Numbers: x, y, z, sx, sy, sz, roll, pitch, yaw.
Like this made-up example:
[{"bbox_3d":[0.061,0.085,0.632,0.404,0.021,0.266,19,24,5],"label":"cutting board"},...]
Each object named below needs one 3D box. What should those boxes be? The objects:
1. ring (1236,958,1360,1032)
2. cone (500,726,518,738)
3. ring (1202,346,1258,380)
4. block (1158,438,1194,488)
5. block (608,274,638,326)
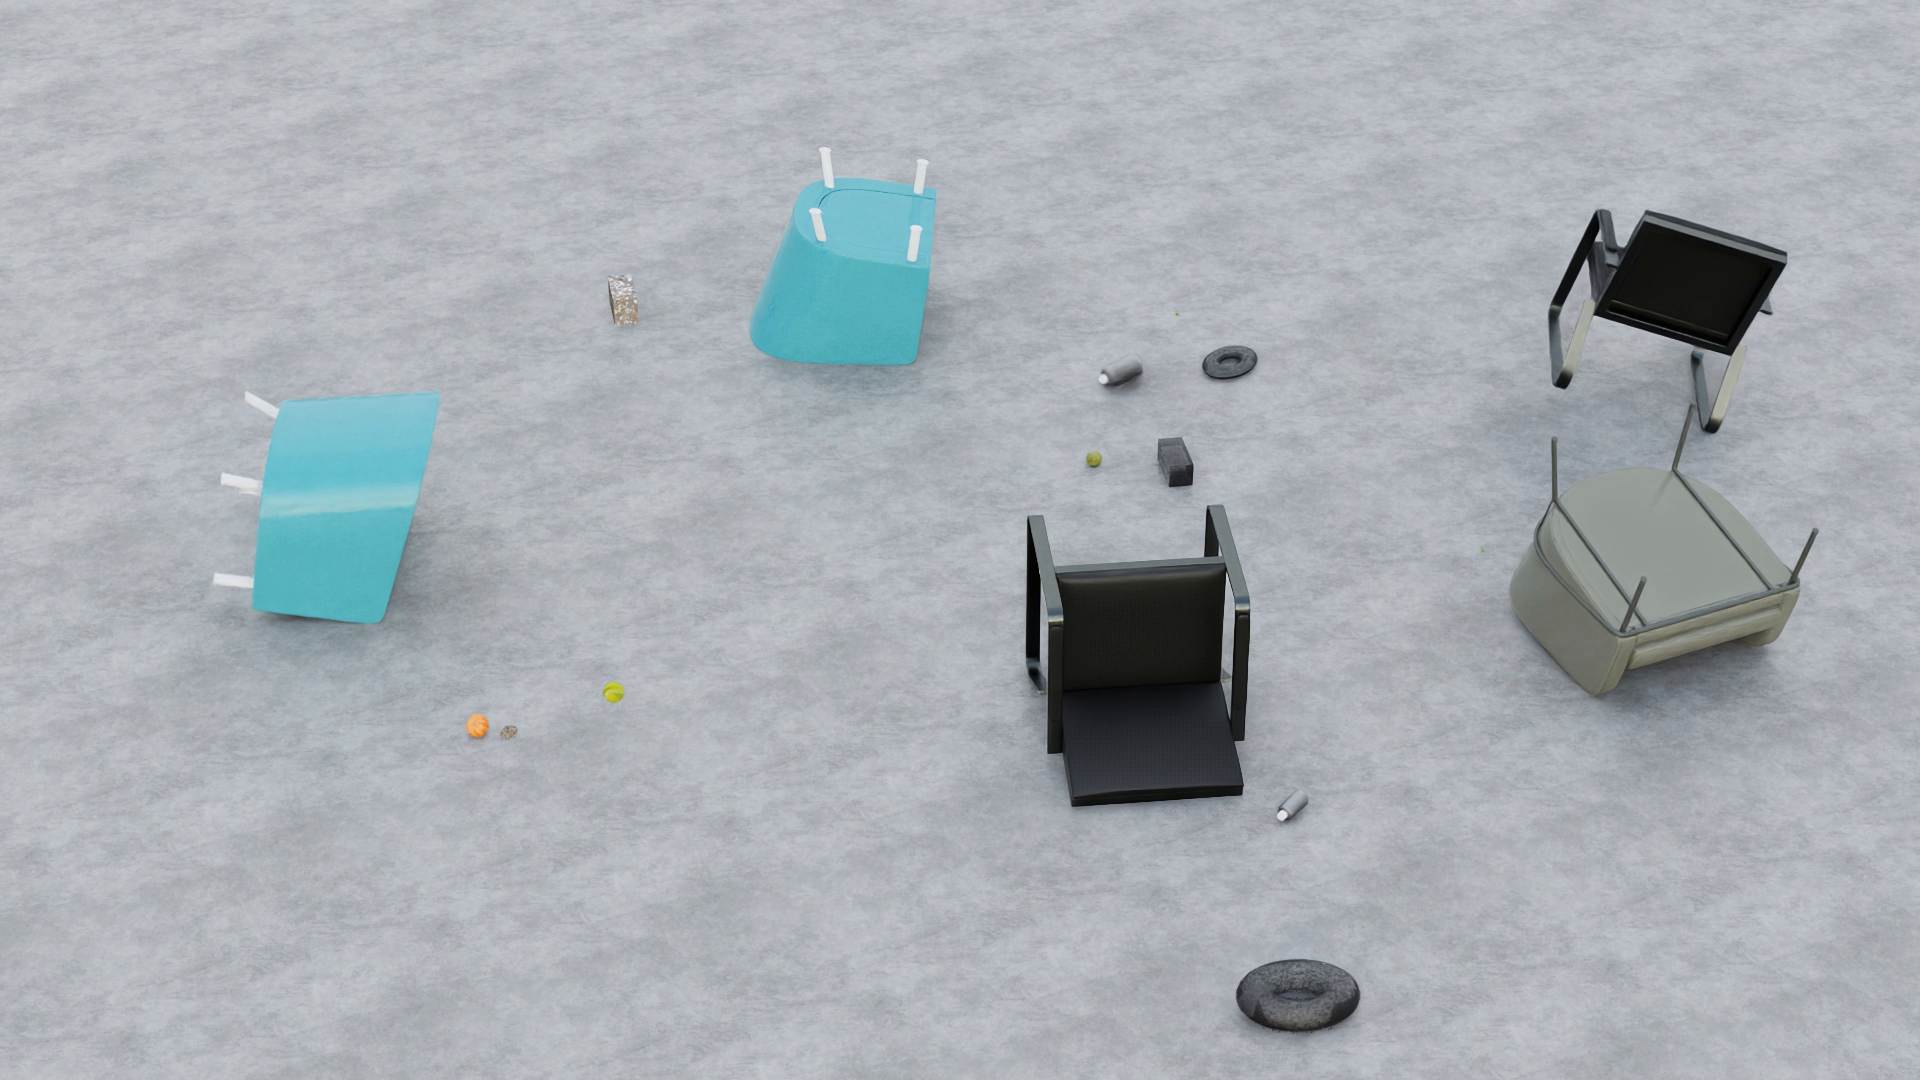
[{"bbox_3d":[1.013,1.363,8.783,0.375,0.104,0.262,-3,35,-3],"label":"ring"},{"bbox_3d":[-1.539,0.644,9.947,0.062,0.047,0.063,-15,16,-22],"label":"cone"},{"bbox_3d":[1.105,-0.729,12.012,0.201,0.043,0.276,24,41,31],"label":"ring"},{"bbox_3d":[0.831,-0.301,11.316,0.093,0.094,0.205,-5,34,-8],"label":"block"},{"bbox_3d":[-1.421,-1.014,12.367,0.099,0.127,0.209,-7,34,-10],"label":"block"}]
